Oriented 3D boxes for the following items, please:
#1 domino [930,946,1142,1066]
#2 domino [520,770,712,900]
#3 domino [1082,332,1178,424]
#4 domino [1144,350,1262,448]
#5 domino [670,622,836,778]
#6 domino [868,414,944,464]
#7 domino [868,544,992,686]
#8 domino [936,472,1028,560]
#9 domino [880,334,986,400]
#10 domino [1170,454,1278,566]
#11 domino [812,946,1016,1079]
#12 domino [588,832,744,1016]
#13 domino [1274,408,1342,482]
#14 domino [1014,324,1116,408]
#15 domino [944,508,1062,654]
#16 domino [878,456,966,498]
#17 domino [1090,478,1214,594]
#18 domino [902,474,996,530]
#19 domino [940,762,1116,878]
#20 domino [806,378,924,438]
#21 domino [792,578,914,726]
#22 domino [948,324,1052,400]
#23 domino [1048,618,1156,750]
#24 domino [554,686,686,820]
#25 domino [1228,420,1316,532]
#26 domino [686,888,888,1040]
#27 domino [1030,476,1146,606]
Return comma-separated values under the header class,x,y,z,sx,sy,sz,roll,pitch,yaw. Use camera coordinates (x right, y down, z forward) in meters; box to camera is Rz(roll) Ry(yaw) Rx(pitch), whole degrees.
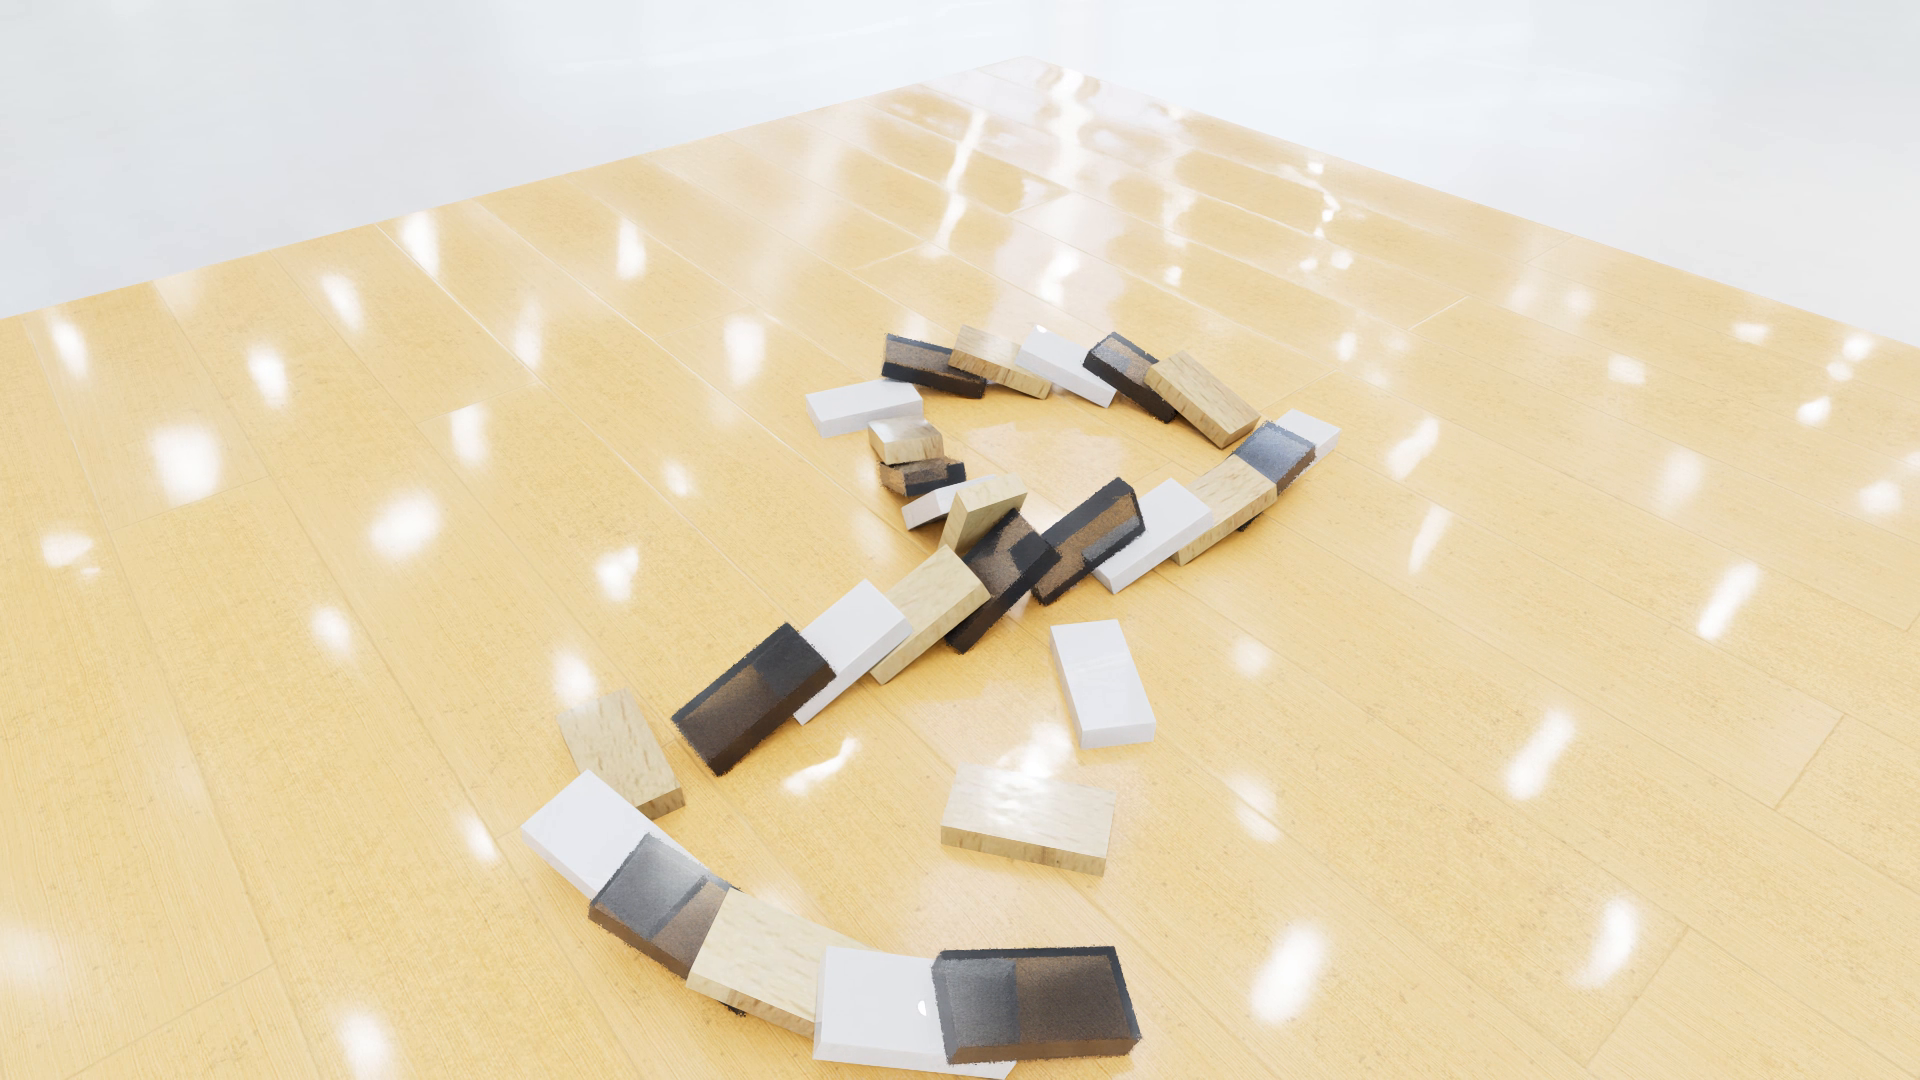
class,x,y,z,sx,sy,sz,roll,pitch,yaw
domino,0.019,0.120,0.285,0.050,0.010,0.025,6,40,-19
domino,-0.100,0.092,0.321,0.050,0.009,0.025,34,48,14
domino,0.086,-0.079,0.528,0.050,0.010,0.025,37,49,14
domino,0.113,-0.066,0.512,0.025,0.009,0.050,-29,64,-34
domino,-0.069,0.052,0.367,0.050,0.010,0.025,-40,51,-15
domino,-0.025,-0.045,0.484,0.025,0.009,0.050,-9,18,-11
domino,-0.016,0.026,0.395,0.050,0.010,0.025,-39,48,-5
domino,0.007,-0.005,0.418,0.025,0.050,0.010,-19,65,-22
domino,-0.013,-0.085,0.537,0.050,0.009,0.025,12,38,-11
domino,0.101,-0.013,0.447,0.050,0.009,0.025,-33,48,-11
domino,-0.012,0.122,0.283,0.050,0.009,0.025,12,39,-12
domino,-0.074,0.105,0.303,0.050,0.010,0.025,29,45,7
domino,0.146,-0.041,0.493,0.025,0.010,0.050,31,48,32
domino,0.054,-0.085,0.535,0.050,0.010,0.025,27,43,3
domino,0.011,0.015,0.403,0.050,0.010,0.025,-45,48,6
domino,-0.016,-0.028,0.459,0.025,0.010,0.050,-11,12,-14
domino,0.072,-0.002,0.435,0.050,0.010,0.025,-33,47,-11
domino,-0.004,-0.015,0.436,0.025,0.010,0.050,-16,-1,-18
domino,0.021,0.086,0.339,0.050,0.010,0.025,9,40,10
domino,-0.045,-0.064,0.521,0.050,0.010,0.025,-15,42,-17
domino,-0.044,0.038,0.383,0.050,0.009,0.025,-40,51,-12
domino,0.021,-0.087,0.539,0.050,0.010,0.025,20,40,-4
domino,0.049,0.049,0.383,0.025,0.010,0.050,-5,40,-7
domino,-0.111,0.071,0.356,0.025,0.010,0.050,-22,44,-24
domino,0.125,-0.028,0.466,0.050,0.009,0.025,-41,53,-19
domino,-0.044,0.115,0.292,0.050,0.010,0.025,23,42,-1
domino,0.046,0.001,0.418,0.050,0.025,0.009,-37,48,-9
